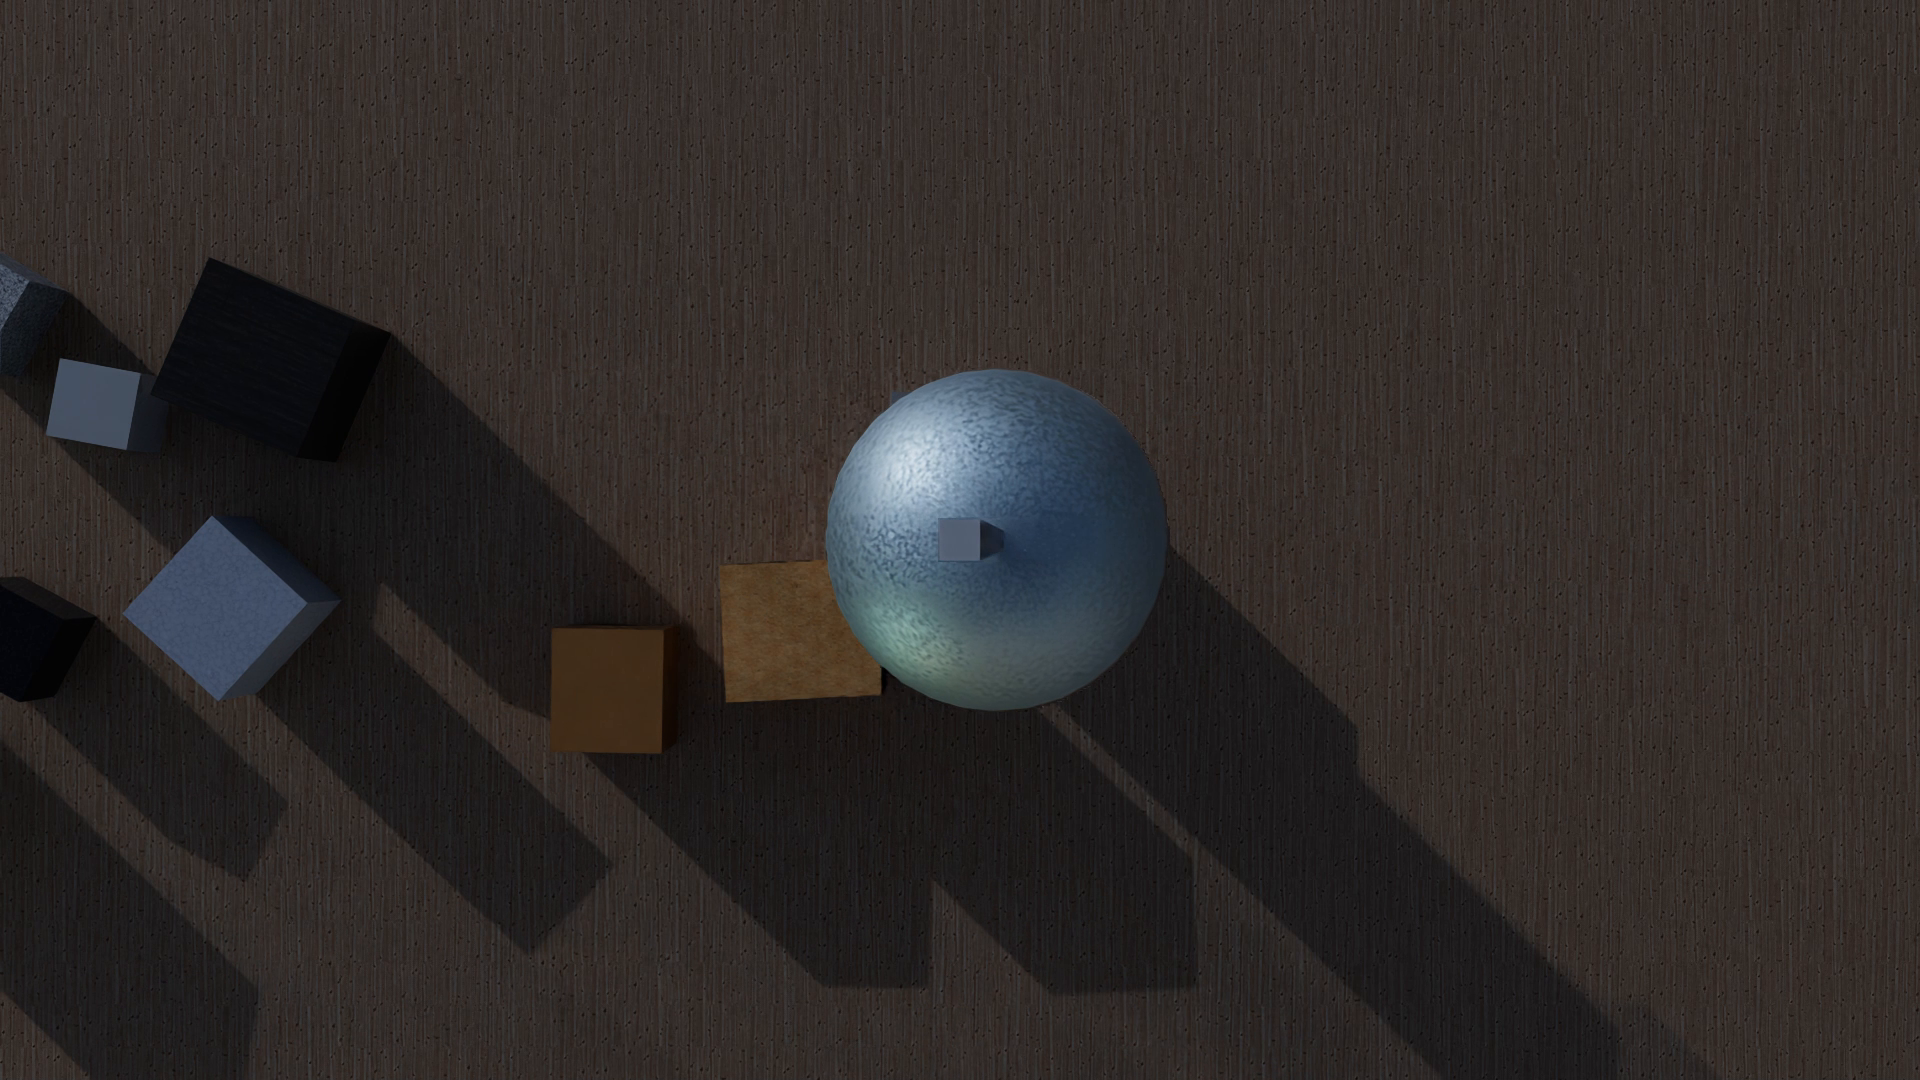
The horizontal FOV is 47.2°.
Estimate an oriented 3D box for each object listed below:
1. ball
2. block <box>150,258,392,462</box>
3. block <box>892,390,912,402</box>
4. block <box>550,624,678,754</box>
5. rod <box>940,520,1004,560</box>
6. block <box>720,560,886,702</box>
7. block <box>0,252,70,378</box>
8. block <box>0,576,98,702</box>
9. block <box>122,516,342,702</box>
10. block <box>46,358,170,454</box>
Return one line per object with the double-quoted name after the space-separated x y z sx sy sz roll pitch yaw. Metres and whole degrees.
0.170 0.000 10.275 1.600 1.600 1.600 0 90 0 "ball"
-3.932 -1.016 12.611 0.884 0.778 0.832 23 90 0 "block"
-0.005 -0.387 12.574 0.739 0.851 0.875 0 90 0 "block"
-1.985 0.848 12.680 0.627 0.639 0.695 1 90 0 "block"
0.074 0.000 6.877 0.080 5.200 0.080 0 90 2 "rod"
-0.885 0.500 12.605 0.868 0.789 0.763 -3 90 0 "block"
-5.632 -1.343 12.718 0.515 0.565 0.588 30 90 0 "block"
-5.447 0.570 12.758 0.500 0.485 0.535 28 90 0 "block"
-4.171 0.383 12.656 0.728 0.689 0.744 42 90 0 "block"
-4.917 -0.771 12.738 0.465 0.525 0.444 10 90 0 "block"
